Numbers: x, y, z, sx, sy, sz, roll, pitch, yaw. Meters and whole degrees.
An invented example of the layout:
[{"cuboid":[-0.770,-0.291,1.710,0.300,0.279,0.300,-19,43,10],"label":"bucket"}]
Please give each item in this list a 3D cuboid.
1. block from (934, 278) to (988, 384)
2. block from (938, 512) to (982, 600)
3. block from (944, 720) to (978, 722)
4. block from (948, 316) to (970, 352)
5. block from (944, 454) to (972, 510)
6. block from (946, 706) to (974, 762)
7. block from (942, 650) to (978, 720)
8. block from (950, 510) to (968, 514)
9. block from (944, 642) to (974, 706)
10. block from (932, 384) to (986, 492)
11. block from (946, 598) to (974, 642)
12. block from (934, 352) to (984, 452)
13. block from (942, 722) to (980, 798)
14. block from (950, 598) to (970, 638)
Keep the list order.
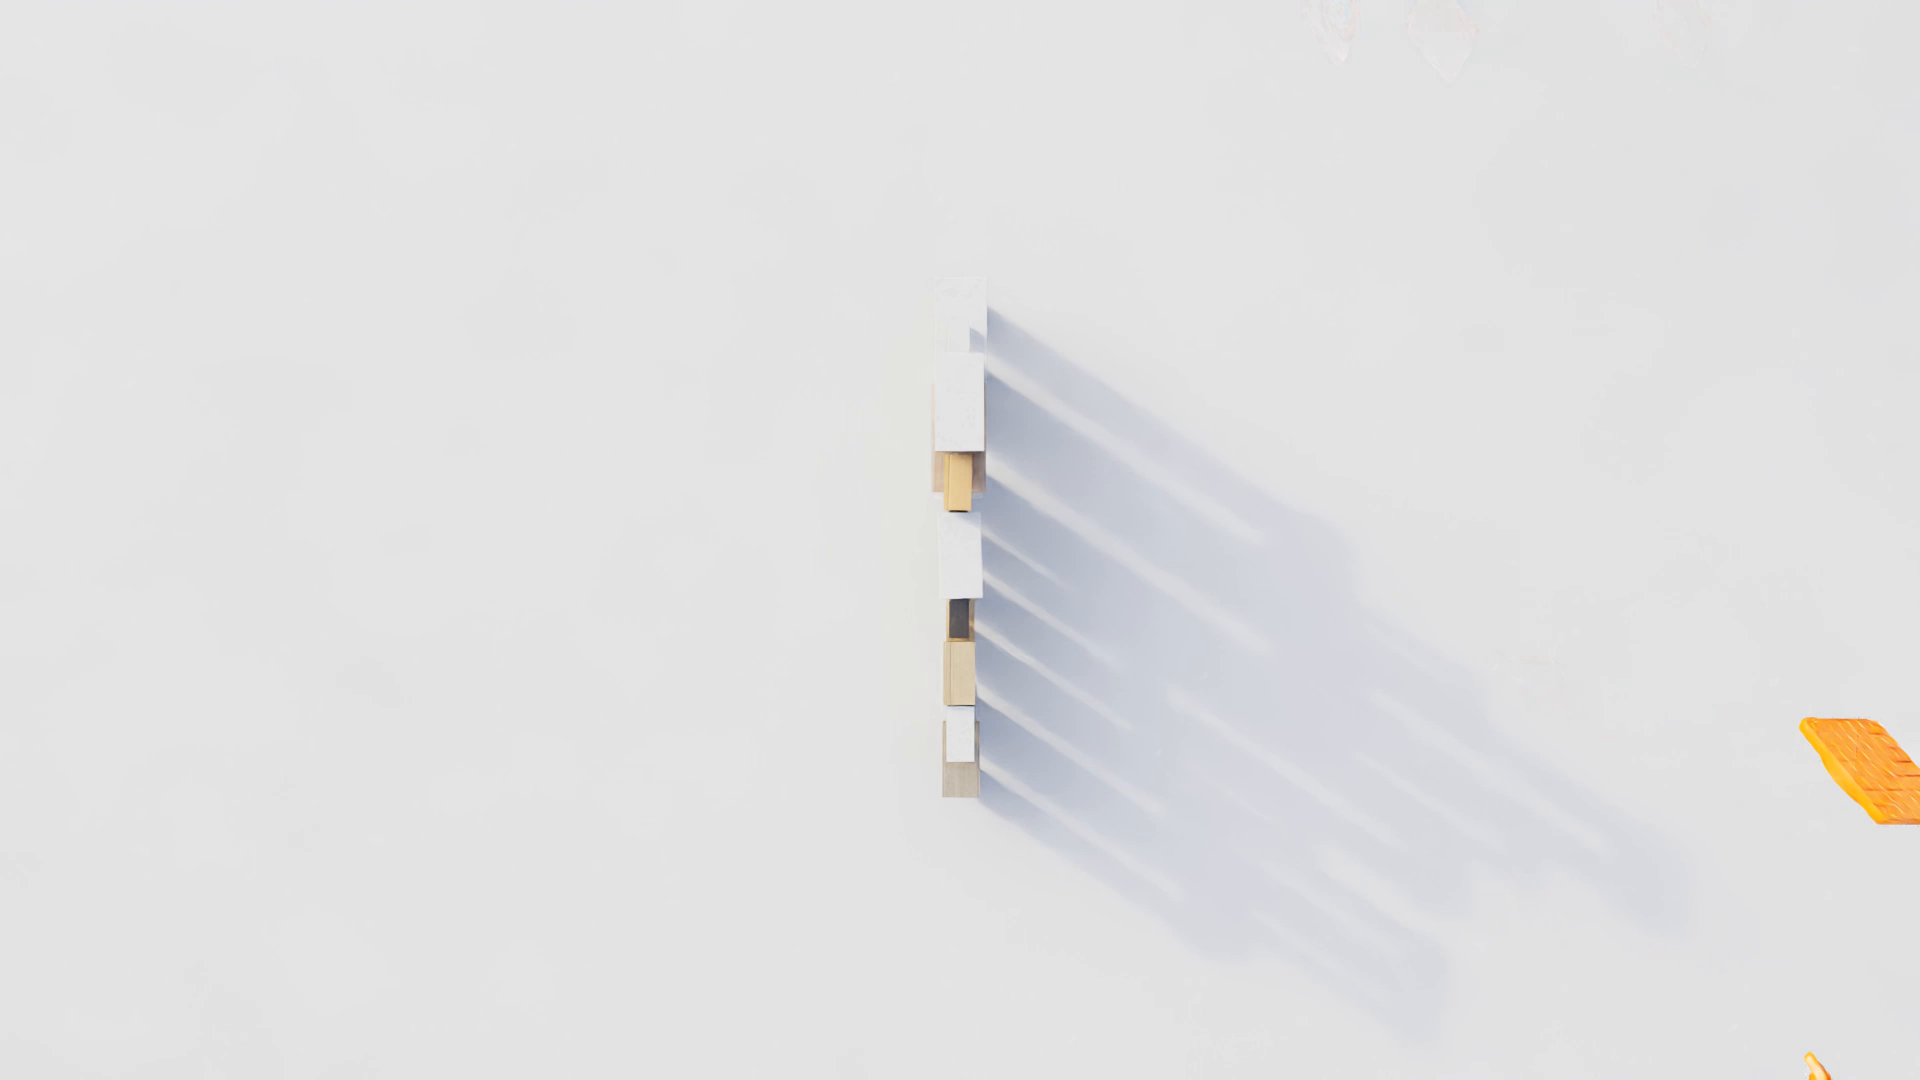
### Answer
[{"cuboid":[0.003,-0.654,5.152,0.162,0.046,0.325,0,90,0],"label":"block"},{"cuboid":[0.000,0.048,5.026,0.130,0.037,0.260,-2,90,0],"label":"block"},{"cuboid":[0.003,0.618,5.381,0.119,0.238,0.034,0,90,0],"label":"block"},{"cuboid":[-0.003,-0.613,4.991,0.064,0.018,0.129,0,90,0],"label":"block"},{"cuboid":[-0.007,-0.171,4.938,0.082,0.023,0.164,1,90,0],"label":"block"},{"cuboid":[0.002,0.592,5.048,0.085,0.024,0.169,0,90,0],"label":"block"},{"cuboid":[-0.002,0.461,5.259,0.112,0.032,0.225,0,90,0],"label":"block"},{"cuboid":[-0.004,-0.081,5.370,0.061,0.017,0.122,0,90,0],"label":"block"},{"cuboid":[-0.003,0.406,5.037,0.096,0.027,0.193,0,90,0],"label":"block"},{"cuboid":[-0.005,-0.317,5.138,0.169,0.048,0.338,0,90,0],"label":"block"},{"cuboid":[0.002,0.252,5.302,0.092,0.026,0.184,0,90,0],"label":"block"},{"cuboid":[-0.002,-0.401,4.808,0.143,0.040,0.285,0,90,0],"label":"block"},{"cuboid":[0.003,0.698,5.246,0.119,0.034,0.238,0,90,0],"label":"block"},{"cuboid":[-0.003,0.243,5.156,0.062,0.018,0.124,0,90,0],"label":"block"}]
